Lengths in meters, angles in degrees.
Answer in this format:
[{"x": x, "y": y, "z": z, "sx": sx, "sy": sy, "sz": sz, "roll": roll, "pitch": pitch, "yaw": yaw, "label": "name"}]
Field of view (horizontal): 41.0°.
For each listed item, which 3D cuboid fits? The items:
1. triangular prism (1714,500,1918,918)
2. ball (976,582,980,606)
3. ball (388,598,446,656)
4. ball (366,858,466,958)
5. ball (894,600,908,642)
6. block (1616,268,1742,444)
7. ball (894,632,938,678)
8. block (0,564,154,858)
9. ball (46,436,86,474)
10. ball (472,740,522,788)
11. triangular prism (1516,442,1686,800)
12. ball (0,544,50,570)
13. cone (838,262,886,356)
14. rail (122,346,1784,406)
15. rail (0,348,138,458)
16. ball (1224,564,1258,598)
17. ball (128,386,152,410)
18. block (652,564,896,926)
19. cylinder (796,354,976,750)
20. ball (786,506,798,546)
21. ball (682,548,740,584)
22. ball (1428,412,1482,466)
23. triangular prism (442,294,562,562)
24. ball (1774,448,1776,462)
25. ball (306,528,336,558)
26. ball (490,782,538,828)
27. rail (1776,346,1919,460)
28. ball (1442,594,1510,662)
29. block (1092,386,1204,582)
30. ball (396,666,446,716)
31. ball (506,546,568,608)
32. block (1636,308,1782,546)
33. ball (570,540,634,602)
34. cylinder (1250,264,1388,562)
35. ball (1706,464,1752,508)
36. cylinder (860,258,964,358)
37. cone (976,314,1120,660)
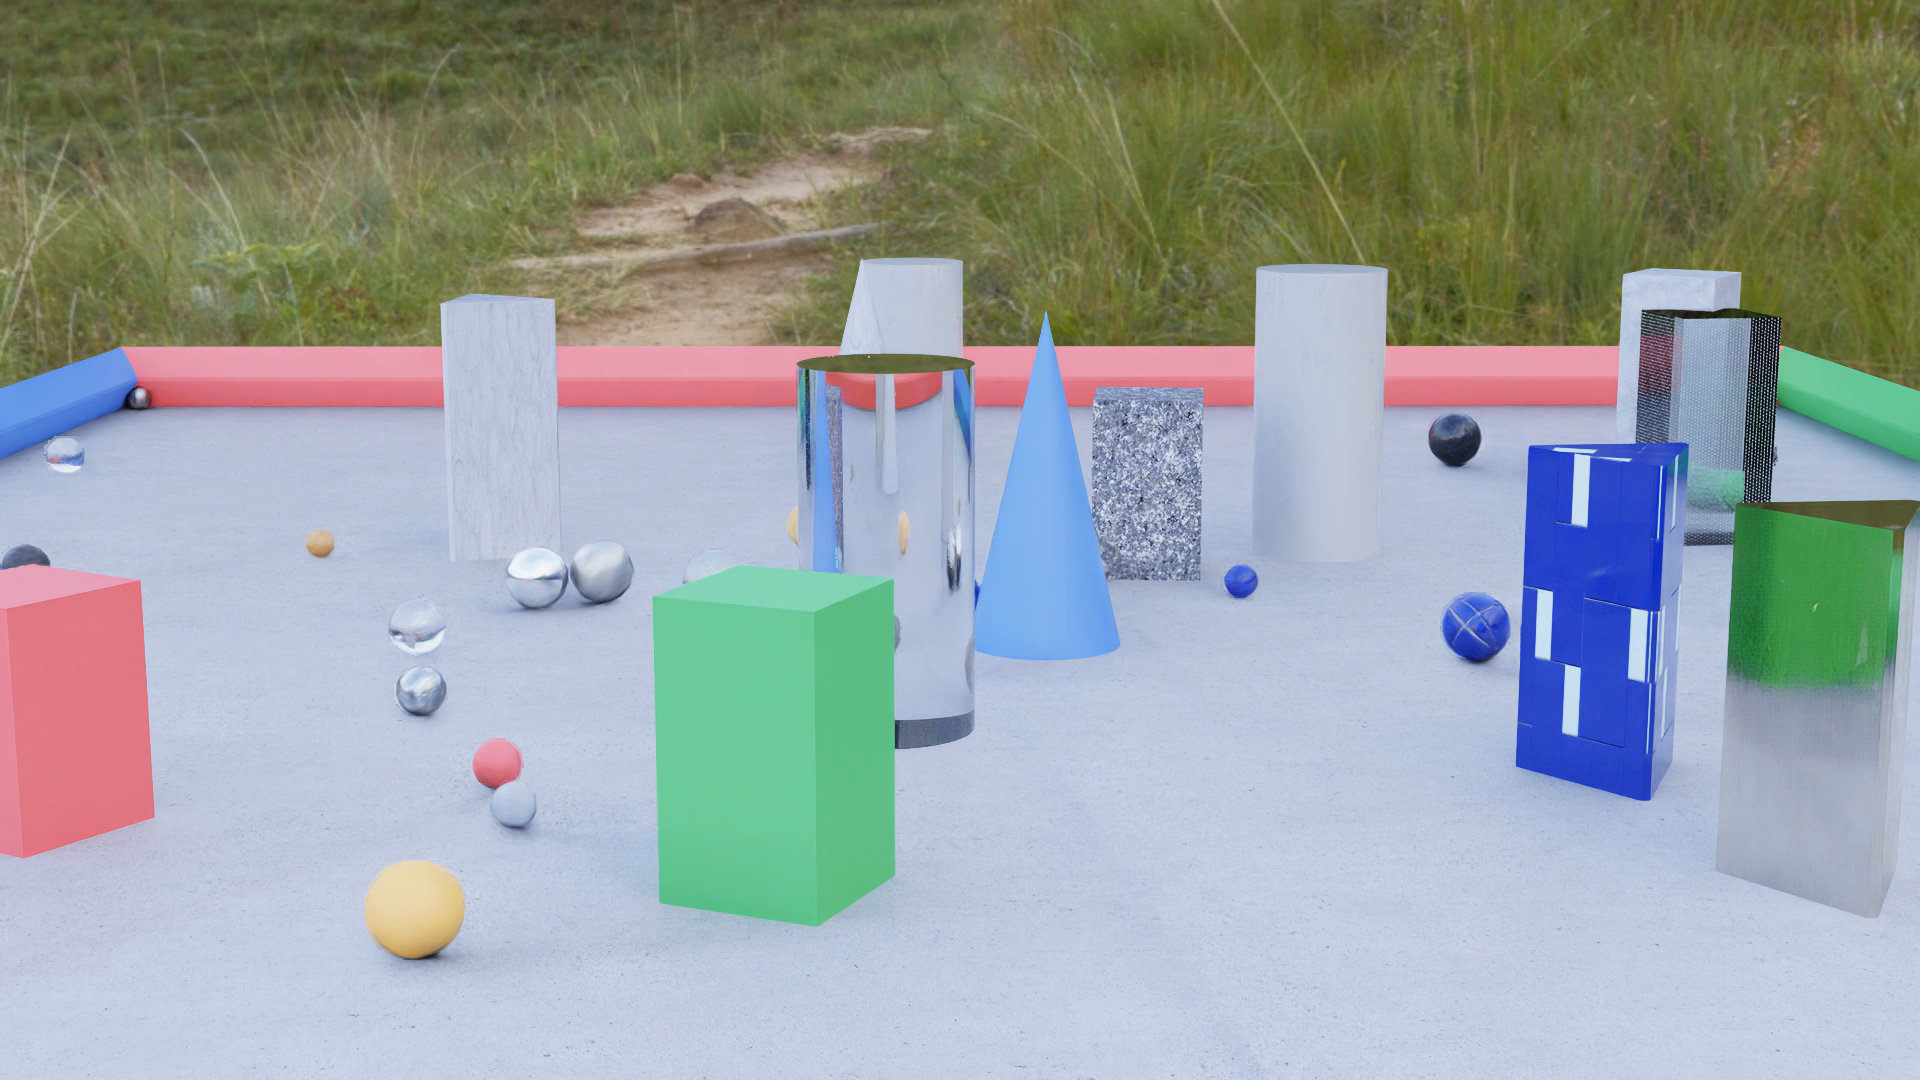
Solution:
[{"x": 0.800, "y": 0.139, "z": 2.293, "sx": 0.146, "sy": 0.340, "sz": 0.168, "roll": -7, "pitch": 13, "yaw": -35, "label": "triangular prism"}, {"x": -0.006, "y": 0.074, "z": 3.394, "sx": 0.068, "sy": 0.068, "sz": 0.068, "roll": 0, "pitch": 11, "yaw": 0, "label": "ball"}, {"x": -0.677, "y": 0.108, "z": 3.199, "sx": 0.070, "sy": 0.070, "sz": 0.070, "roll": 0, "pitch": 11, "yaw": 0, "label": "ball"}, {"x": -0.449, "y": 0.304, "z": 2.117, "sx": 0.081, "sy": 0.081, "sz": 0.081, "roll": 0, "pitch": 11, "yaw": 0, "label": "ball"}, {"x": -0.094, "y": 0.103, "z": 3.266, "sx": 0.057, "sy": 0.057, "sz": 0.057, "roll": 0, "pitch": 11, "yaw": 0, "label": "ball"}, {"x": 1.228, "y": -0.269, "z": 4.395, "sx": 0.156, "sy": 0.376, "sz": 0.156, "roll": 7, "pitch": 12, "yaw": 32, "label": "block"}, {"x": -0.054, "y": 0.139, "z": 3.080, "sx": 0.054, "sy": 0.054, "sz": 0.054, "roll": 0, "pitch": 11, "yaw": 0, "label": "ball"}, {"x": -0.895, "y": 0.160, "z": 2.466, "sx": 0.156, "sy": 0.237, "sz": 0.156, "roll": 6, "pitch": 12, "yaw": 31, "label": "block"}, {"x": -1.607, "y": -0.152, "z": 4.611, "sx": 0.067, "sy": 0.067, "sz": 0.067, "roll": 0, "pitch": 11, "yaw": 0, "label": "ball"}, {"x": -0.471, "y": 0.228, "z": 2.611, "sx": 0.050, "sy": 0.050, "sz": 0.050, "roll": 0, "pitch": 11, "yaw": 0, "label": "ball"}, {"x": 0.694, "y": 0.074, "z": 2.646, "sx": 0.146, "sy": 0.339, "sz": 0.168, "roll": -8, "pitch": 13, "yaw": -36, "label": "triangular prism"}, {"x": -1.306, "y": 0.039, "z": 3.587, "sx": 0.066, "sy": 0.066, "sz": 0.066, "roll": 0, "pitch": 11, "yaw": 0, "label": "ball"}, {"x": -0.171, "y": -0.301, "z": 4.523, "sx": 0.194, "sy": 0.392, "sz": 0.194, "roll": 0, "pitch": 11, "yaw": 0, "label": "cone"}, {"x": -0.012, "y": -0.349, "z": 5.504, "sx": 3.577, "sy": 0.126, "sz": 0.045, "roll": 0, "pitch": 11, "yaw": 0, "label": "rail"}, {"x": -1.765, "y": 0.034, "z": 3.439, "sx": 0.045, "sy": 0.126, "sz": 4.227, "roll": 0, "pitch": 11, "yaw": 0, "label": "rail"}, {"x": 0.388, "y": 0.057, "z": 3.543, "sx": 0.047, "sy": 0.047, "sz": 0.047, "roll": 0, "pitch": 11, "yaw": 0, "label": "ball"}, {"x": -1.750, "y": -0.303, "z": 5.475, "sx": 0.048, "sy": 0.048, "sz": 0.048, "roll": 0, "pitch": 11, "yaw": 0, "label": "ball"}, {"x": -0.162, "y": 0.177, "z": 2.269, "sx": 0.156, "sy": 0.275, "sz": 0.156, "roll": 5, "pitch": 11, "yaw": 24, "label": "block"}, {"x": -0.080, "y": 0.008, "z": 2.819, "sx": 0.194, "sy": 0.406, "sz": 0.194, "roll": 0, "pitch": 11, "yaw": 0, "label": "cylinder"}, {"x": -0.228, "y": -0.021, "z": 3.894, "sx": 0.071, "sy": 0.071, "sz": 0.071, "roll": 0, "pitch": 11, "yaw": 0, "label": "ball"}, {"x": -0.331, "y": 0.053, "z": 3.458, "sx": 0.084, "sy": 0.084, "sz": 0.084, "roll": 0, "pitch": 11, "yaw": 0, "label": "ball"}, {"x": 0.909, "y": -0.186, "z": 4.713, "sx": 0.097, "sy": 0.097, "sz": 0.097, "roll": 0, "pitch": 11, "yaw": 0, "label": "ball"}, {"x": -0.708, "y": -0.174, "z": 3.867, "sx": 0.168, "sy": 0.382, "sz": 0.146, "roll": -5, "pitch": 12, "yaw": -25, "label": "triangular prism"}, {"x": 1.436, "y": -0.154, "z": 4.623, "sx": 0.067, "sy": 0.067, "sz": 0.067, "roll": 0, "pitch": 11, "yaw": 0, "label": "ball"}, {"x": -0.955, "y": 0.005, "z": 3.832, "sx": 0.043, "sy": 0.043, "sz": 0.043, "roll": 0, "pitch": 11, "yaw": 0, "label": "ball"}, {"x": -0.431, "y": 0.255, "z": 2.478, "sx": 0.045, "sy": 0.045, "sz": 0.045, "roll": 0, "pitch": 11, "yaw": 0, "label": "ball"}, {"x": 1.765, "y": 0.031, "z": 3.459, "sx": 0.045, "sy": 0.126, "sz": 4.227, "roll": 0, "pitch": 11, "yaw": 0, "label": "rail"}, {"x": 0.637, "y": 0.108, "z": 3.167, "sx": 0.084, "sy": 0.084, "sz": 0.084, "roll": 0, "pitch": 11, "yaw": 0, "label": "ball"}, {"x": 0.273, "y": -0.084, "z": 3.720, "sx": 0.156, "sy": 0.258, "sz": 0.156, "roll": 1, "pitch": 11, "yaw": 5, "label": "block"}, {"x": -0.610, "y": 0.170, "z": 2.904, "sx": 0.057, "sy": 0.057, "sz": 0.057, "roll": 0, "pitch": 11, "yaw": 0, "label": "ball"}, {"x": -0.573, "y": 0.050, "z": 3.473, "sx": 0.085, "sy": 0.085, "sz": 0.085, "roll": 0, "pitch": 11, "yaw": 0, "label": "ball"}, {"x": 1.154, "y": -0.177, "z": 3.977, "sx": 0.156, "sy": 0.348, "sz": 0.156, "roll": -2, "pitch": 11, "yaw": -9, "label": "block"}, {"x": -0.490, "y": 0.043, "z": 3.509, "sx": 0.086, "sy": 0.086, "sz": 0.086, "roll": 0, "pitch": 11, "yaw": 0, "label": "ball"}, {"x": 0.538, "y": -0.194, "z": 3.853, "sx": 0.194, "sy": 0.426, "sz": 0.194, "roll": 0, "pitch": 11, "yaw": 0, "label": "cylinder"}, {"x": 1.274, "y": -0.088, "z": 4.253, "sx": 0.073, "sy": 0.073, "sz": 0.073, "roll": 0, "pitch": 11, "yaw": 0, "label": "ball"}, {"x": -0.091, "y": -0.346, "z": 4.855, "sx": 0.194, "sy": 0.360, "sz": 0.194, "roll": 0, "pitch": 11, "yaw": 0, "label": "cylinder"}, {"x": 0.107, "y": -0.078, "z": 3.231, "sx": 0.194, "sy": 0.424, "sz": 0.194, "roll": 0, "pitch": 11, "yaw": 0, "label": "cone"}]
